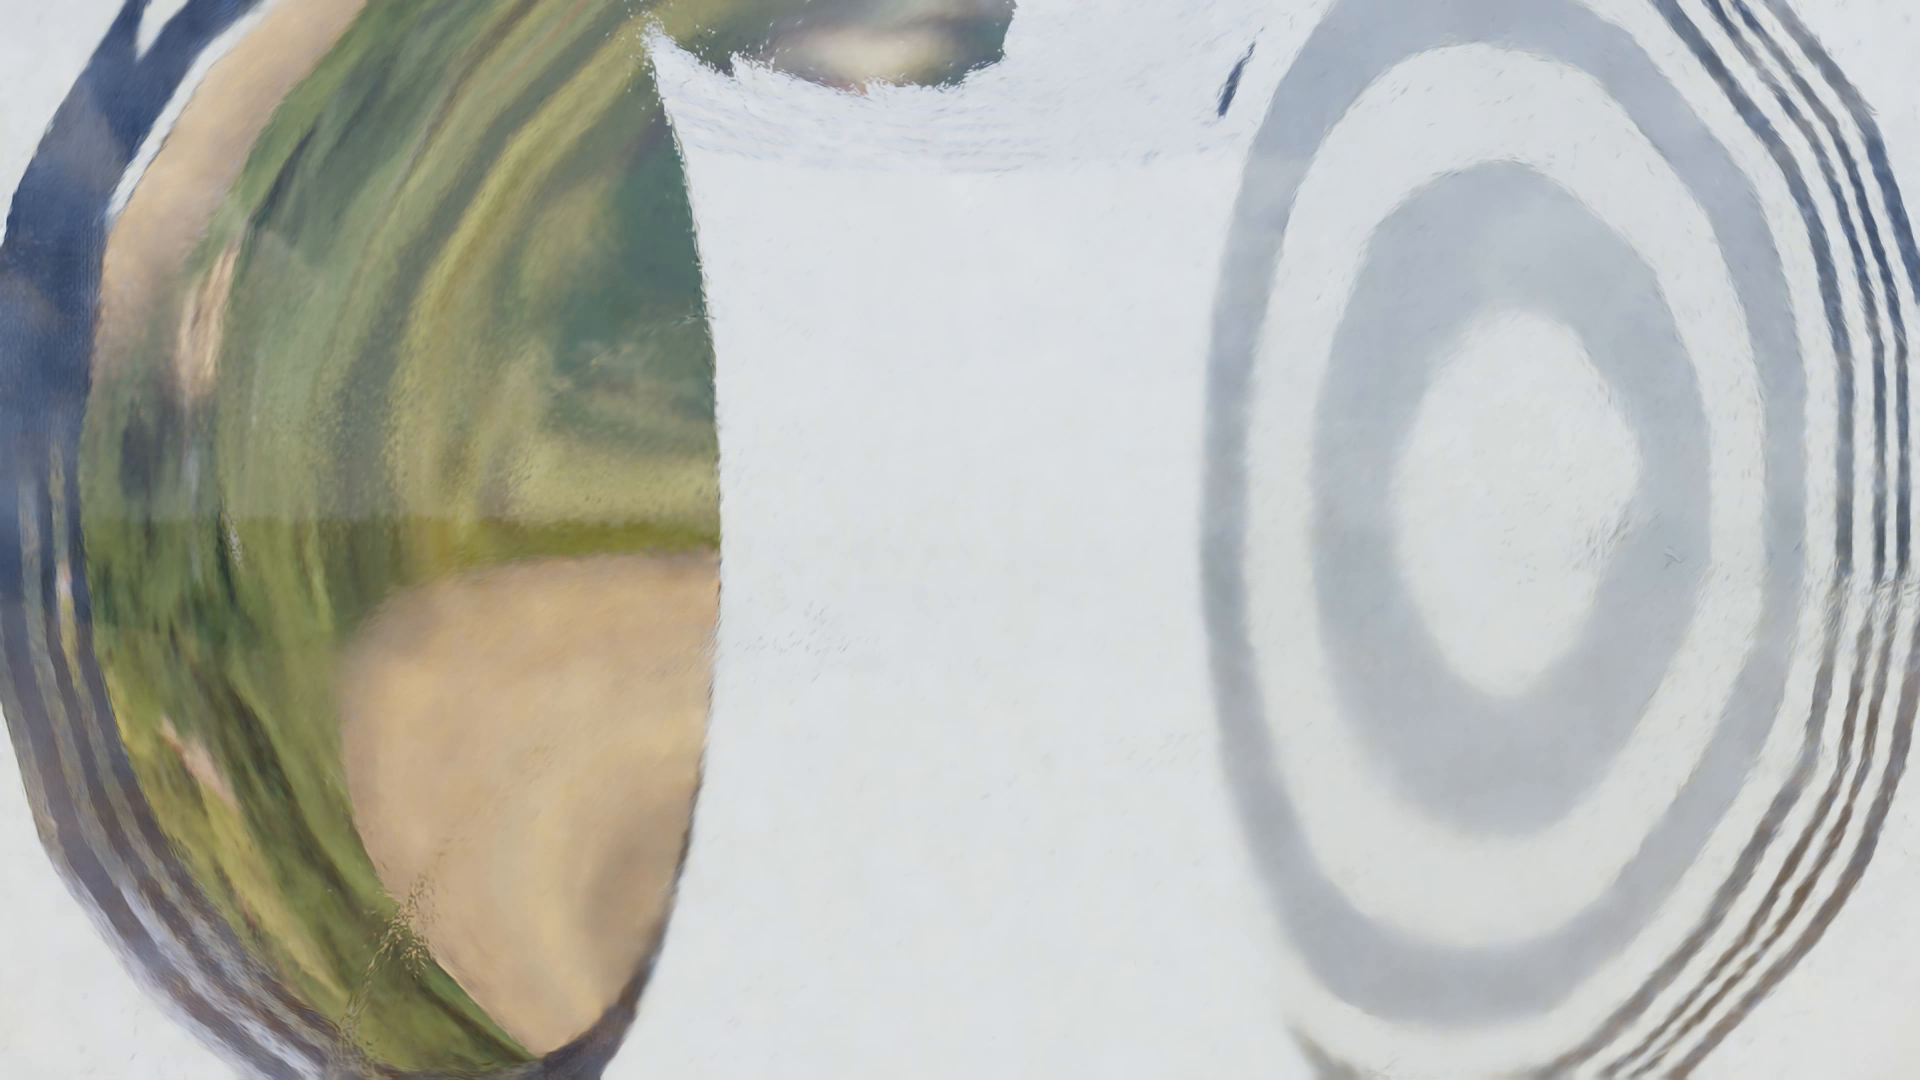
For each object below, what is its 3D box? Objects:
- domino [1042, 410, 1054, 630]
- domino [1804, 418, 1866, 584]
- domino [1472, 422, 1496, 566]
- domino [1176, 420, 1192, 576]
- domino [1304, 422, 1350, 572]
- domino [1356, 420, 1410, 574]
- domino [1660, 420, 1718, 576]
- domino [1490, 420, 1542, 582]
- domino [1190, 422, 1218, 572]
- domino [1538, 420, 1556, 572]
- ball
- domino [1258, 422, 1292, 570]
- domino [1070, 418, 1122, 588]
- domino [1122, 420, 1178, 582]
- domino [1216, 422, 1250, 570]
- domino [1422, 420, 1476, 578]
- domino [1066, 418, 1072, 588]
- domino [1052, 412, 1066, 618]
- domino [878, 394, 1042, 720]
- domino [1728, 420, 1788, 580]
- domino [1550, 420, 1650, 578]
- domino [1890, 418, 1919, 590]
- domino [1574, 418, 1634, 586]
[{"bbox_3d":[0.009,-0.005,0.301,0.025,0.050,0.010,1,5,18],"label":"domino"},{"bbox_3d":[0.272,-0.012,0.398,0.010,0.050,0.025,4,6,45],"label":"domino"},{"bbox_3d":[0.194,-0.016,0.451,0.025,0.050,0.010,-1,4,-9],"label":"domino"},{"bbox_3d":[0.063,-0.014,0.421,0.025,0.050,0.010,2,5,20],"label":"domino"},{"bbox_3d":[0.126,-0.015,0.440,0.009,0.050,0.025,2,5,27],"label":"domino"},{"bbox_3d":[0.142,-0.015,0.430,0.009,0.050,0.025,3,5,34],"label":"domino"},{"bbox_3d":[0.243,-0.014,0.427,0.010,0.050,0.025,4,6,43],"label":"domino"},{"bbox_3d":[0.177,-0.013,0.406,0.010,0.050,0.025,3,5,33],"label":"domino"},{"bbox_3d":[0.076,-0.015,0.440,0.009,0.050,0.025,-2,5,-30],"label":"domino"},{"bbox_3d":[0.200,-0.015,0.431,0.025,0.050,0.009,-1,4,-12],"label":"domino"},{"bbox_3d":[0.000,-0.002,0.056,0.080,0.080,0.080,0,4,0],"label":"ball"},{"bbox_3d":[0.109,-0.016,0.446,0.009,0.050,0.025,1,4,11],"label":"domino"},{"bbox_3d":[0.040,-0.012,0.393,0.010,0.050,0.025,-2,5,-20],"label":"domino"},{"bbox_3d":[0.054,-0.013,0.403,0.025,0.050,0.010,3,5,35],"label":"domino"},{"bbox_3d":[0.091,-0.016,0.446,0.010,0.050,0.025,-1,4,-10],"label":"domino"},{"bbox_3d":[0.160,-0.014,0.418,0.010,0.050,0.025,3,5,35],"label":"domino"},{"bbox_3d":[0.020,-0.011,0.380,0.025,0.050,0.010,2,5,29],"label":"domino"},{"bbox_3d":[0.013,-0.006,0.319,0.025,0.050,0.009,1,4,10],"label":"domino"},{"bbox_3d":[0.000,0.002,0.201,0.025,0.050,0.010,0,4,0],"label":"domino"},{"bbox_3d":[0.257,-0.013,0.413,0.010,0.050,0.025,4,6,44],"label":"domino"},{"bbox_3d":[0.204,-0.013,0.410,0.025,0.050,0.010,1,4,11],"label":"domino"},{"bbox_3d":[0.287,-0.011,0.383,0.025,0.050,0.009,-4,6,-45],"label":"domino"},{"bbox_3d":[0.197,-0.012,0.394,0.010,0.050,0.025,1,4,13],"label":"domino"}]
